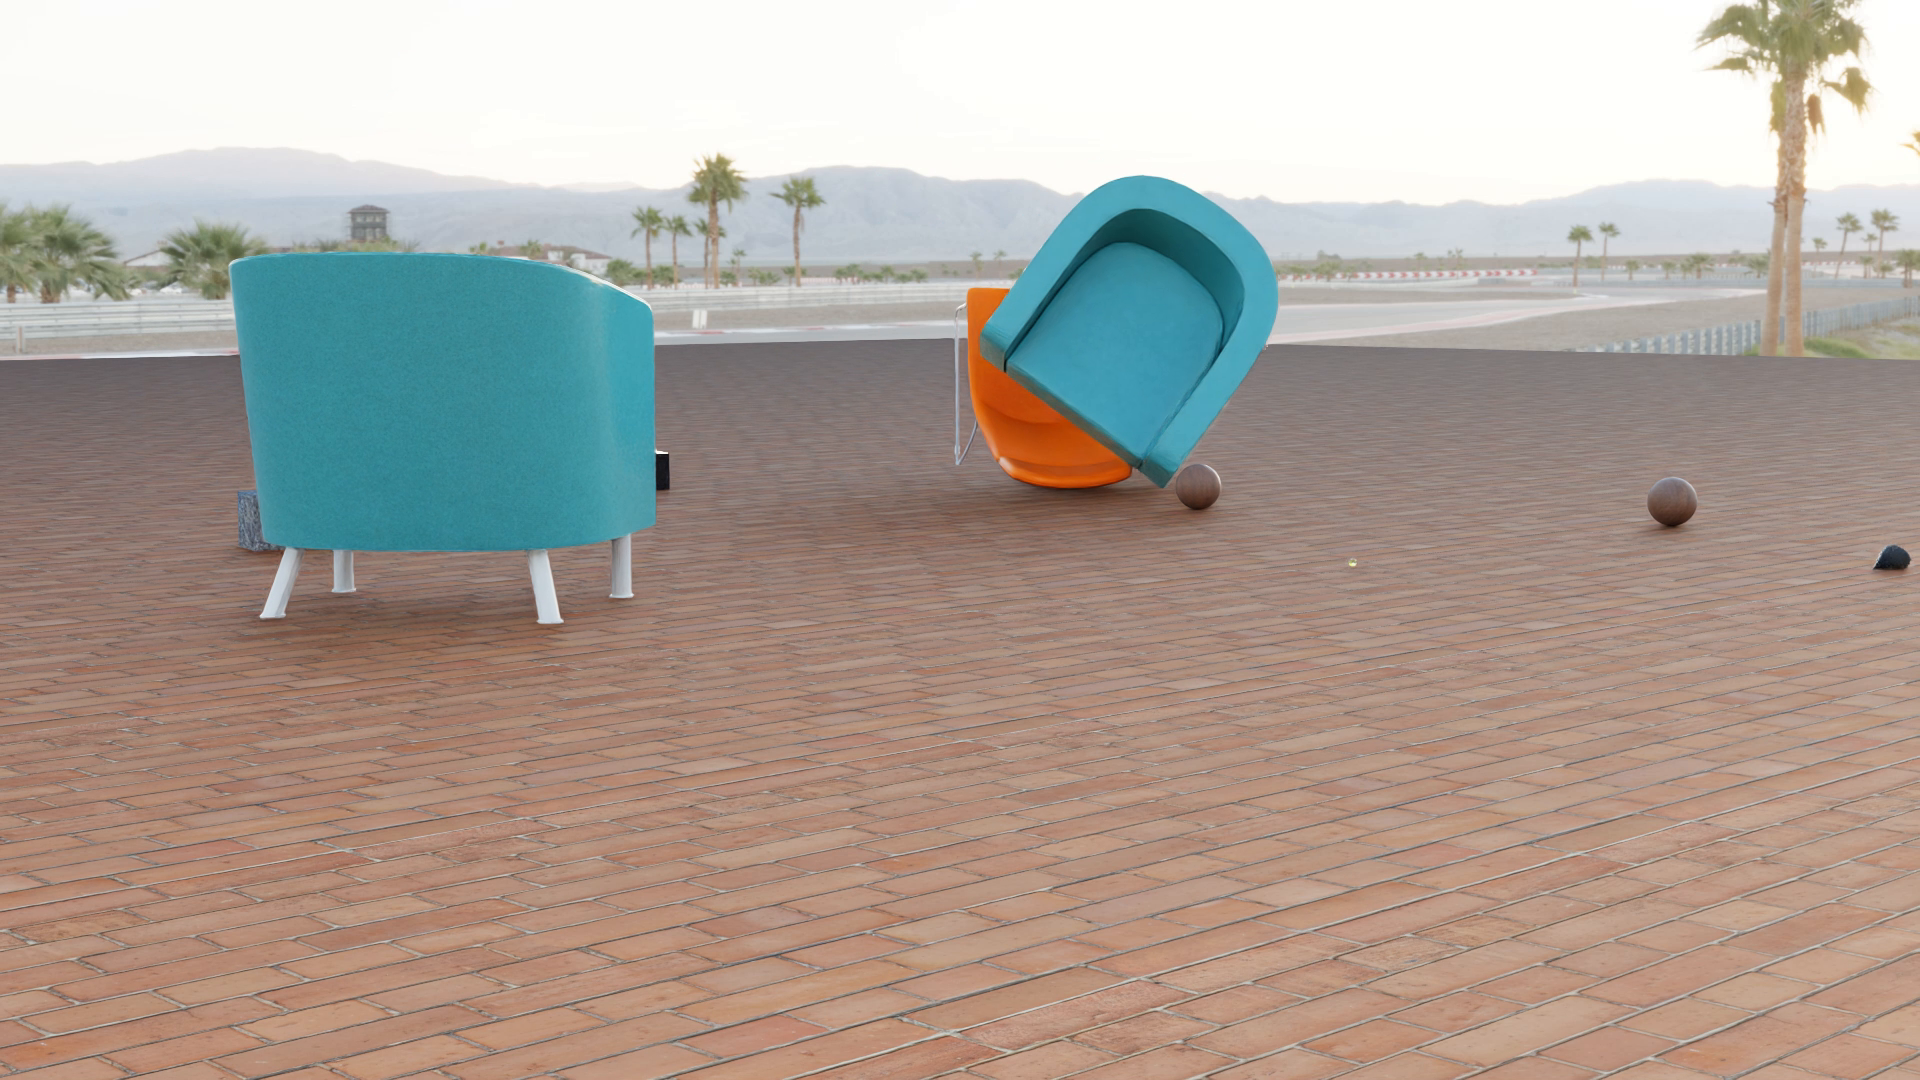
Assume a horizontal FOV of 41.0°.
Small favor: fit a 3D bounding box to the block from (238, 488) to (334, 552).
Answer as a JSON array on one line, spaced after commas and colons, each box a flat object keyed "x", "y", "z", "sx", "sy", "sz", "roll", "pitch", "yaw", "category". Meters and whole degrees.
[{"x": -1.643, "y": -0.051, "z": 6.250, "sx": 0.192, "sy": 0.135, "sz": 0.132, "roll": -4, "pitch": 7, "yaw": -32, "category": "block"}]

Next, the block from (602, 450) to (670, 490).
[{"x": -1.013, "y": -0.219, "z": 7.996, "sx": 0.153, "sy": 0.111, "sz": 0.209, "roll": -3, "pitch": 6, "yaw": -25, "category": "block"}]

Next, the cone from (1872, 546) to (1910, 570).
[{"x": 2.084, "y": 0.052, "z": 5.782, "sx": 0.080, "sy": 0.053, "sz": 0.079, "roll": -24, "pitch": 18, "yaw": -25, "category": "cone"}]
